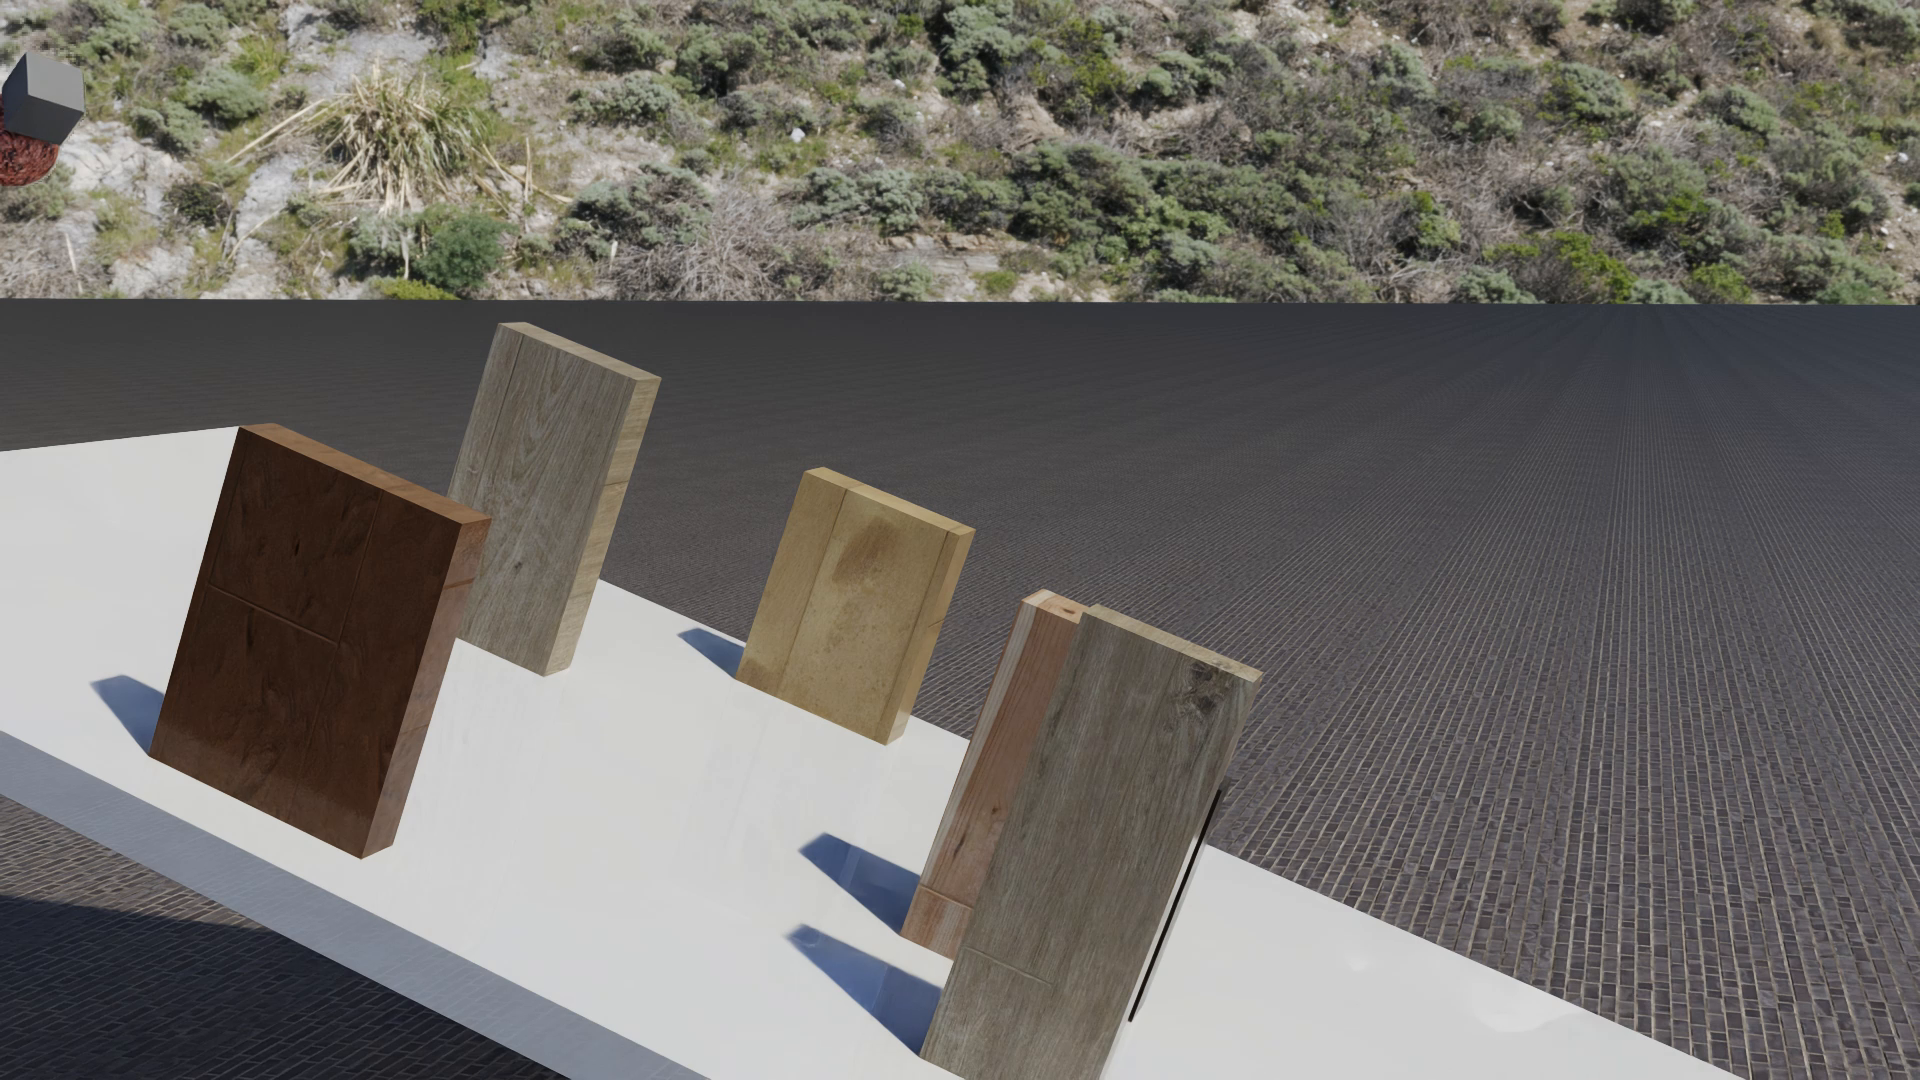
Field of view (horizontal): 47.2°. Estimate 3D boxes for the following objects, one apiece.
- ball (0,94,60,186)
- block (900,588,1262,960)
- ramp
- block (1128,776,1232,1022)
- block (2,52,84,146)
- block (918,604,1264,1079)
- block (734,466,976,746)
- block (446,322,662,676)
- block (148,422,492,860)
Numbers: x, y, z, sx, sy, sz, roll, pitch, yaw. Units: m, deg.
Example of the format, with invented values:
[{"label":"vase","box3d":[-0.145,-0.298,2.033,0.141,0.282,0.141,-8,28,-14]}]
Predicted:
[{"label":"ball","box3d":[-2.018,-0.849,4.672,0.195,0.195,0.195,0,7,0]},{"label":"block","box3d":[0.208,0.473,3.864,0.419,0.652,0.149,22,13,14]},{"label":"ramp","box3d":[-0.333,0.610,4.211,4.000,0.100,2.000,22,13,14]},{"label":"block","box3d":[0.203,0.560,3.940,0.421,0.457,0.101,22,13,14]},{"label":"block","box3d":[-1.910,-0.919,4.582,0.117,0.117,0.117,14,-39,-43]},{"label":"block","box3d":[0.197,0.510,3.408,0.277,0.771,0.090,22,13,14]},{"label":"block","box3d":[-0.238,0.146,4.942,0.385,0.508,0.122,22,13,14]},{"label":"block","box3d":[-0.889,-0.086,4.595,0.330,0.659,0.117,22,13,14]},{"label":"block","box3d":[-1.027,0.158,3.512,0.415,0.576,0.094,22,13,14]}]
